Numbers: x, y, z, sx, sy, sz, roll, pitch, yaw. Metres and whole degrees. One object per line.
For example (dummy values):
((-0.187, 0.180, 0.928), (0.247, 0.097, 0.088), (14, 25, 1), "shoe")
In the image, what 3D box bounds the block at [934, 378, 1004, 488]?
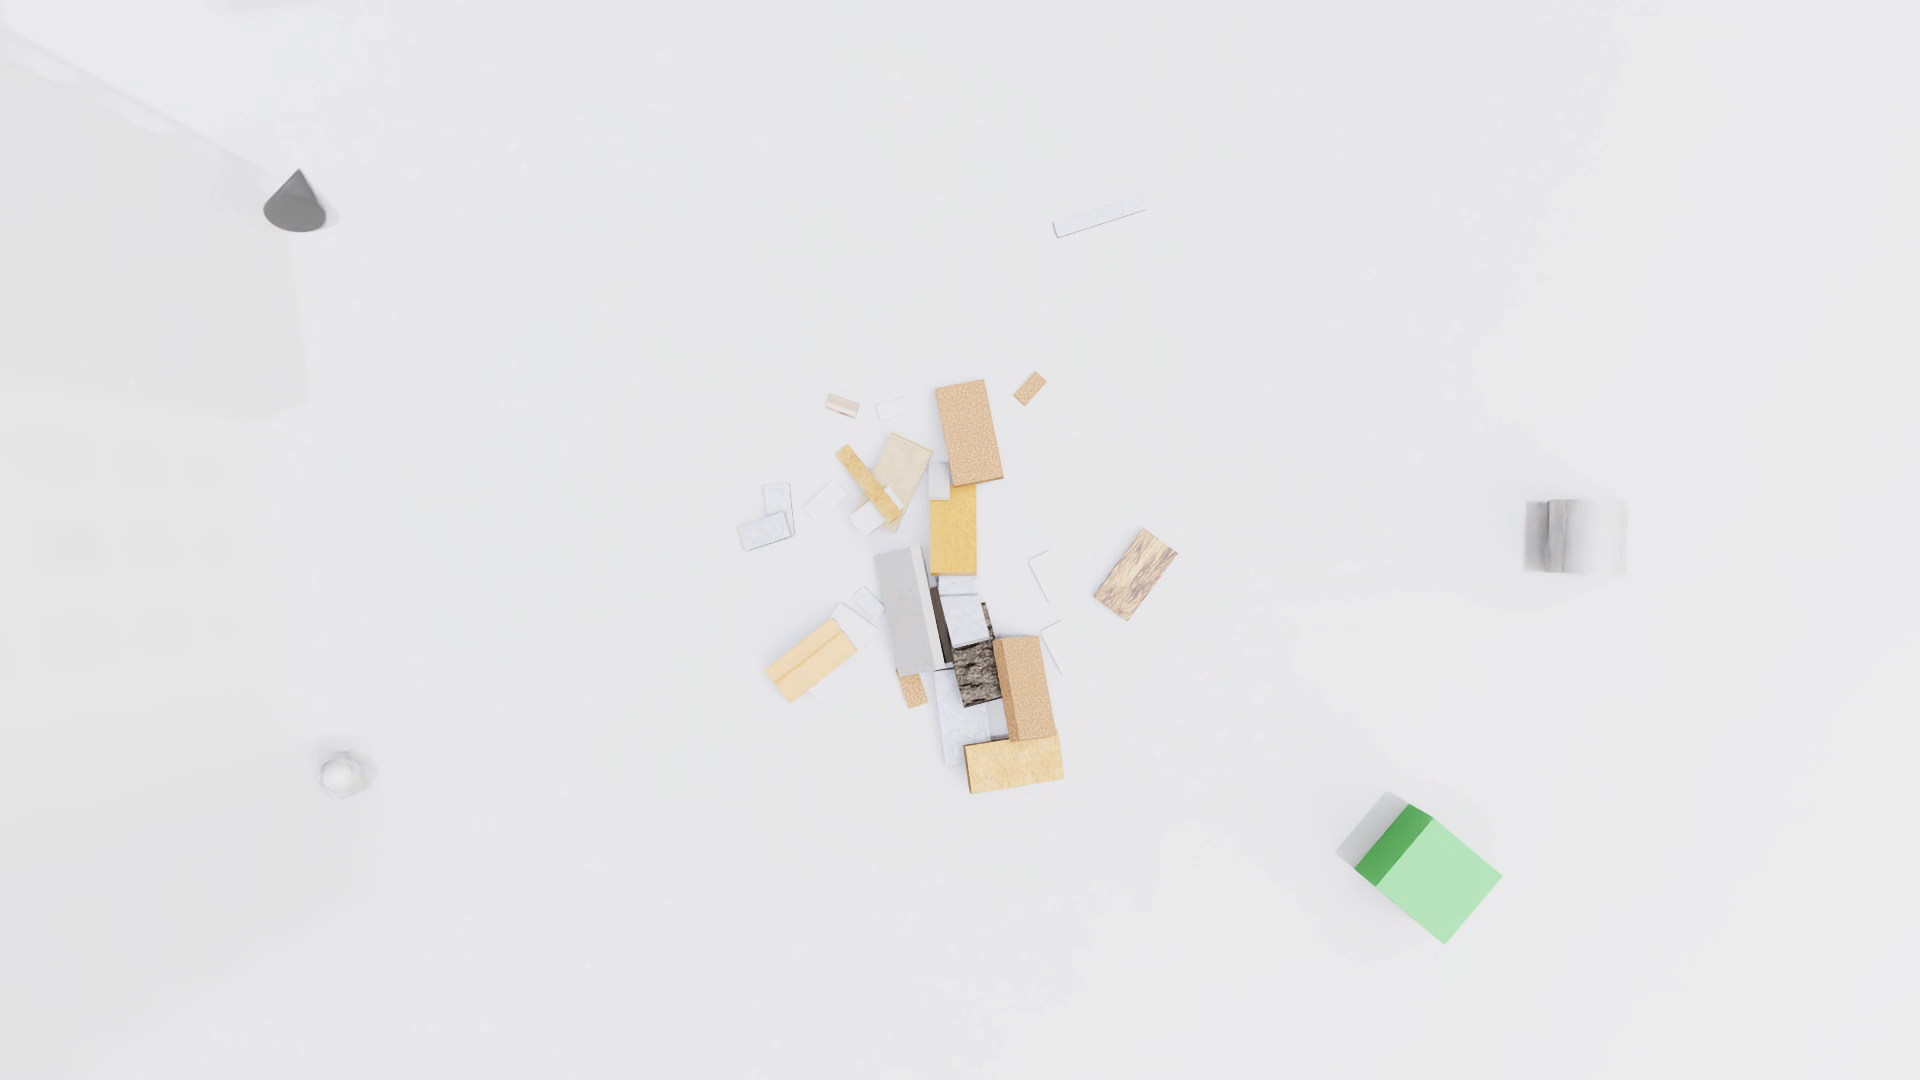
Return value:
((0.031, -0.352, 5.454), (0.166, 0.047, 0.333), (-11, 82, 0), "block")

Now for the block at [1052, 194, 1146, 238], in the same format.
((0.465, -1.079, 5.493), (0.310, 0.015, 0.053), (-18, 90, 0), "block")

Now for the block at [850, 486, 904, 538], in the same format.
((-0.275, -0.093, 5.445), (0.167, 0.024, 0.084), (-38, 90, 0), "block")

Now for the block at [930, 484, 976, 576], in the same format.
((-0.021, -0.033, 5.434), (0.151, 0.043, 0.302), (-1, 73, 0), "block")

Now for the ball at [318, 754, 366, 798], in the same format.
((-2.035, 0.776, 5.428), (0.145, 0.145, 0.145), (0, 90, 0), "ball")

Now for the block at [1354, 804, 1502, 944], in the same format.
((1.515, 1.080, 5.357), (0.286, 0.286, 0.286), (40, 90, 0), "block")

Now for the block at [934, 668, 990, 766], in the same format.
((0.011, 0.582, 5.478), (0.158, 0.045, 0.316), (-7, 90, 0), "block")

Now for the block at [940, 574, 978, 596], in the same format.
((-0.008, 0.060, 5.448), (0.125, 0.035, 0.249), (-1, 73, 0), "block")

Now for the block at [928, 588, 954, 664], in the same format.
((-0.097, 0.287, 5.441), (0.035, 0.125, 0.249), (-13, 90, -39), "block")

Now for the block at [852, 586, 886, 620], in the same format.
((-0.301, 0.211, 5.492), (0.054, 0.015, 0.109), (-44, 90, 0), "block")

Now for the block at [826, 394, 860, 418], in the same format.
((-0.391, -0.446, 5.493), (0.105, 0.015, 0.053), (21, 90, 0), "block")

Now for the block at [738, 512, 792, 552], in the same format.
((-0.646, -0.027, 5.467), (0.167, 0.024, 0.084), (-18, 87, 14), "block")

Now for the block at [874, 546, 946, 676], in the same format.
((-0.166, 0.235, 5.417), (0.167, 0.047, 0.409), (-14, 86, 41), "block")

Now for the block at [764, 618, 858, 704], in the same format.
((-0.490, 0.397, 5.437), (0.283, 0.040, 0.141), (-38, 90, 0), "block")

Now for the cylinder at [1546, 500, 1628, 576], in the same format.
((2.046, -0.007, 5.382), (0.238, 0.238, 0.238), (3, 90, 0), "cylinder")

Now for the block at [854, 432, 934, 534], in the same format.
((-0.221, -0.190, 5.479), (0.151, 0.043, 0.302), (25, 90, 0), "block")

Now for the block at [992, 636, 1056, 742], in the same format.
((0.211, 0.486, 5.400), (0.166, 0.047, 0.333), (-2, 77, -42), "block")

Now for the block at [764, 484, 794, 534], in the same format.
((-0.601, -0.100, 5.488), (0.084, 0.024, 0.167), (-6, 90, 0), "block")

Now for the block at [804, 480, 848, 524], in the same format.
((-0.448, -0.128, 5.490), (0.138, 0.020, 0.069), (-44, 90, 0), "block")

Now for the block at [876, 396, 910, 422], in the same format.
((-0.222, -0.436, 5.493), (0.105, 0.015, 0.053), (-17, 90, 0), "block")

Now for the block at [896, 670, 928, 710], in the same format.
((-0.160, 0.486, 5.490), (0.069, 0.020, 0.138), (-19, 90, 0), "block")

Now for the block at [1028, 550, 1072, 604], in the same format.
((0.301, 0.124, 5.488), (0.081, 0.023, 0.163), (-26, 90, 0), "block")

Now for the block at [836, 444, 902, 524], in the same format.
((-0.302, -0.186, 5.442), (0.054, 0.015, 0.311), (-38, 71, 0), "block")

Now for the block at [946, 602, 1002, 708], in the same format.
((0.049, 0.379, 5.441), (0.158, 0.045, 0.316), (-15, 77, -2), "block")

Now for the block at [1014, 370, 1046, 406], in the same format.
((0.234, -0.505, 5.492), (0.054, 0.015, 0.109), (42, 90, 0), "block")

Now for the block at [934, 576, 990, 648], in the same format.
((0.007, 0.222, 5.437), (0.125, 0.035, 0.249), (-14, 69, -2), "block")

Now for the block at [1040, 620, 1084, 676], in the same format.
((0.341, 0.358, 5.488), (0.081, 0.023, 0.163), (-27, 90, 0), "block")

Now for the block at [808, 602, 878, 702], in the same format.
((-0.423, 0.373, 5.479), (0.151, 0.043, 0.302), (35, 90, 0), "block")

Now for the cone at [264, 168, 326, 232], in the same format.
((-2.195, -1.155, 5.457), (0.192, 0.192, 0.192), (-7, 63, 0), "cone")

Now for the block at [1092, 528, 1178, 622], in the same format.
((0.582, 0.116, 5.480), (0.141, 0.040, 0.283), (37, 90, 0), "block")

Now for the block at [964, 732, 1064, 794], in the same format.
((0.178, 0.733, 5.446), (0.316, 0.045, 0.158), (-8, 90, -12), "block")

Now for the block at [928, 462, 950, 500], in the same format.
((-0.069, -0.196, 5.456), (0.069, 0.020, 0.138), (-1, 59, 0), "block")
